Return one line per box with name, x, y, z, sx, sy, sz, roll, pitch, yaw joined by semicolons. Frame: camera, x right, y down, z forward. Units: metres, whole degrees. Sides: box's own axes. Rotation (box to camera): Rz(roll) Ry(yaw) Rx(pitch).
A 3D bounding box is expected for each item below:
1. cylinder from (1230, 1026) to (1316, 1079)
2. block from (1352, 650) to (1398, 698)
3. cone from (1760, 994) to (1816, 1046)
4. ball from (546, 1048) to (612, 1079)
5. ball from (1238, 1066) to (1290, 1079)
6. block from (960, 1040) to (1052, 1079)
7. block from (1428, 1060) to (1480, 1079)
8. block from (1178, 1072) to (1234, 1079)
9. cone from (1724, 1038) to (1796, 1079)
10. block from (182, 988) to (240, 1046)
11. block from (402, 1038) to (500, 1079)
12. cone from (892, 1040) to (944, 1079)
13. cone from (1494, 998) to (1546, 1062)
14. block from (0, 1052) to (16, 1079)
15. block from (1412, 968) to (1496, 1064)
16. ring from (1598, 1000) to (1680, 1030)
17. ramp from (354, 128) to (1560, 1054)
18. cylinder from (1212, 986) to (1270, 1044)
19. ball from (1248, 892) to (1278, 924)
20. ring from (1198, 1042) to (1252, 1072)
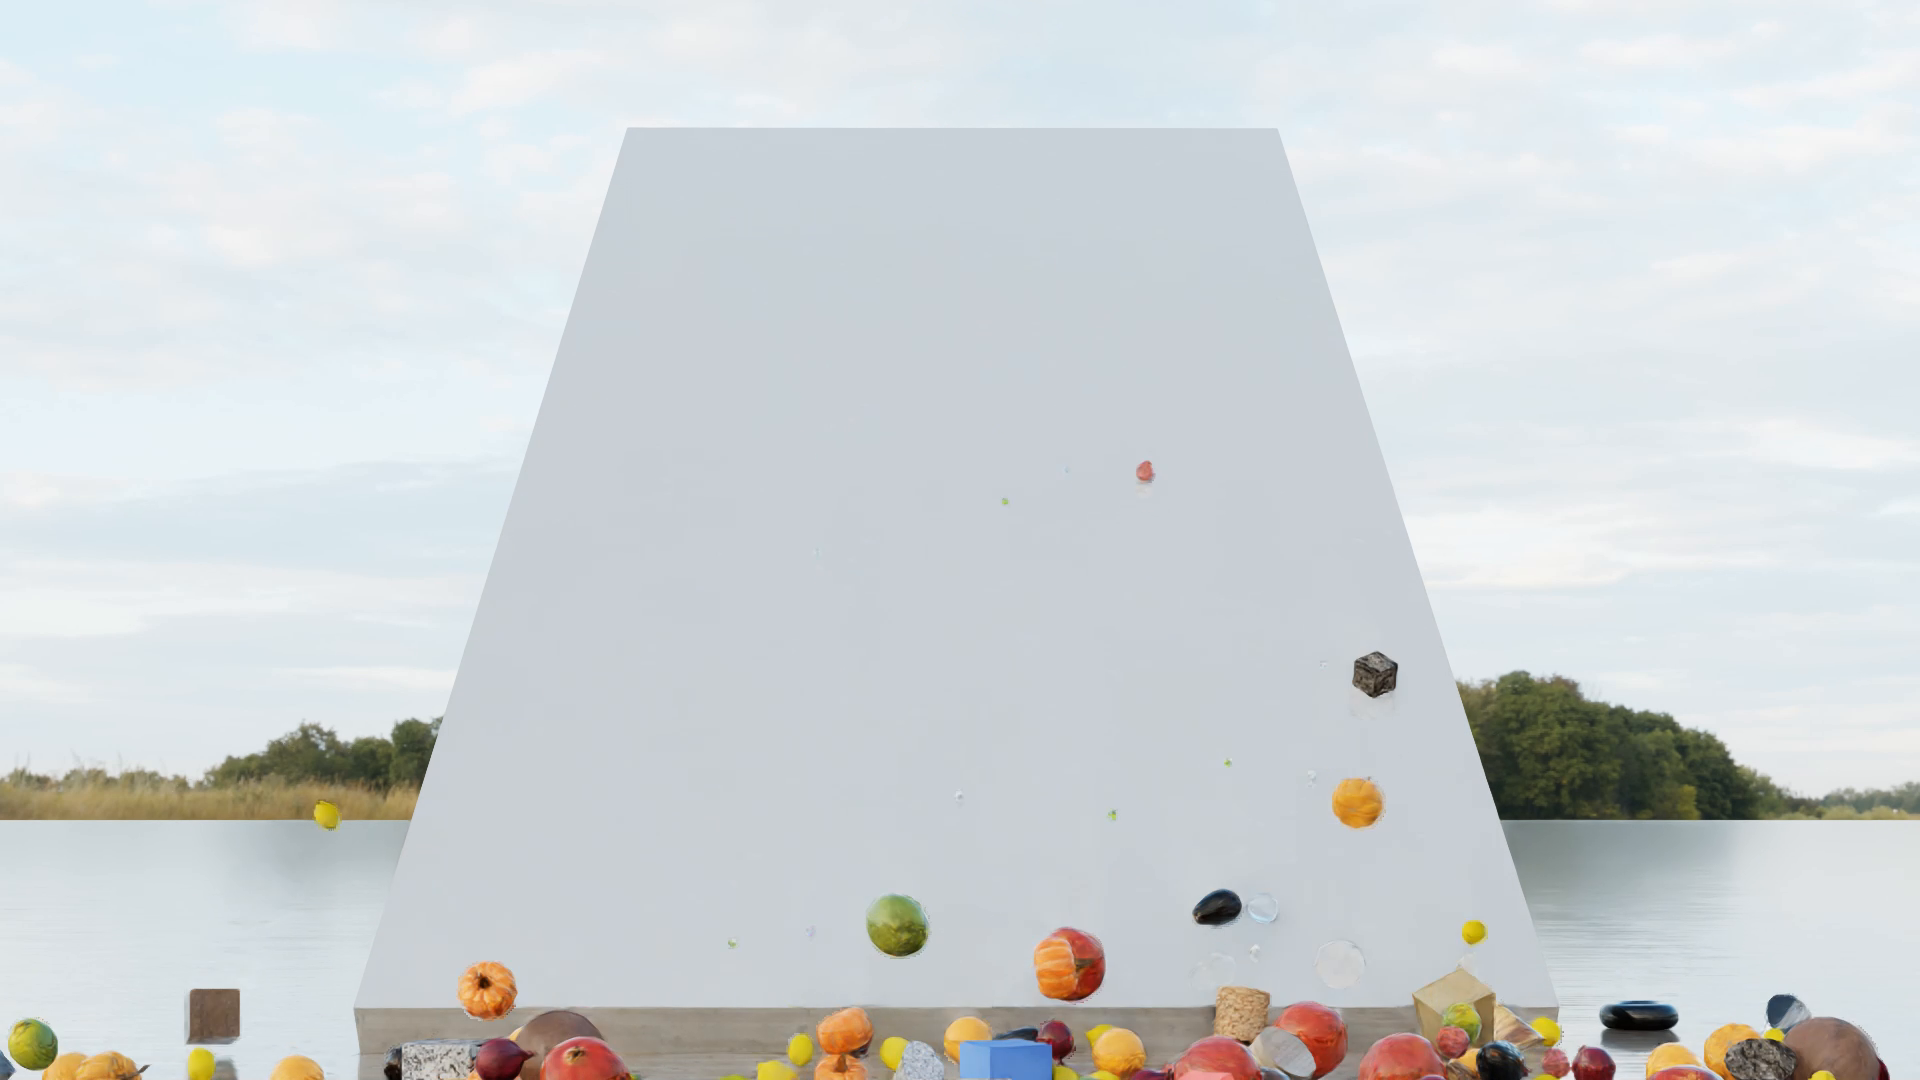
cylinder;0.407;0.699;3.181;0.085;0.085;0.085;25;26;-14
block;0.825;0.267;4.823;0.060;0.060;0.060;-19;36;-29
cone;1.428;0.859;4.253;0.096;0.096;0.096;2;-33;-20
ball;-0.490;0.698;3.121;0.085;0.085;0.085;0;-6;0
ball;0.379;0.698;3.012;0.086;0.086;0.086;0;-6;0
block;0.061;0.723;3.263;0.091;0.091;0.091;3;-7;-26
block;0.632;0.707;3.097;0.051;0.051;0.051;-24;43;-27
block;0.259;0.640;2.655;0.085;0.085;0.085;-24;1;-27
cone;1.056;0.720;3.193;0.090;0.090;0.090;-11;27;5
block;-1.254;0.799;4.064;0.080;0.080;0.080;3;-20;-25
block;-0.679;0.718;3.239;0.096;0.096;0.096;-2;-7;14
cone;-0.078;0.783;3.540;0.078;0.078;0.078;7;-36;-46
cone;0.807;0.714;3.579;0.085;0.085;0.085;-19;-23;-9
block;-1.342;0.720;3.285;0.072;0.072;0.072;-42;-6;-1
block;0.792;0.758;3.852;0.095;0.095;0.095;-23;21;-16
ring;1.270;0.889;4.537;0.146;0.049;0.146;-1;-6;0
ramp;-0.014;-0.204;5.766;2.000;0.100;4.000;0;31;0
cylinder;0.442;0.751;3.815;0.082;0.082;0.082;7;-19;3
ball;0.525;0.637;4.204;0.053;0.053;0.053;0;-6;0
ring;0.433;0.801;3.747;0.131;0.044;0.131;4;-9;1
